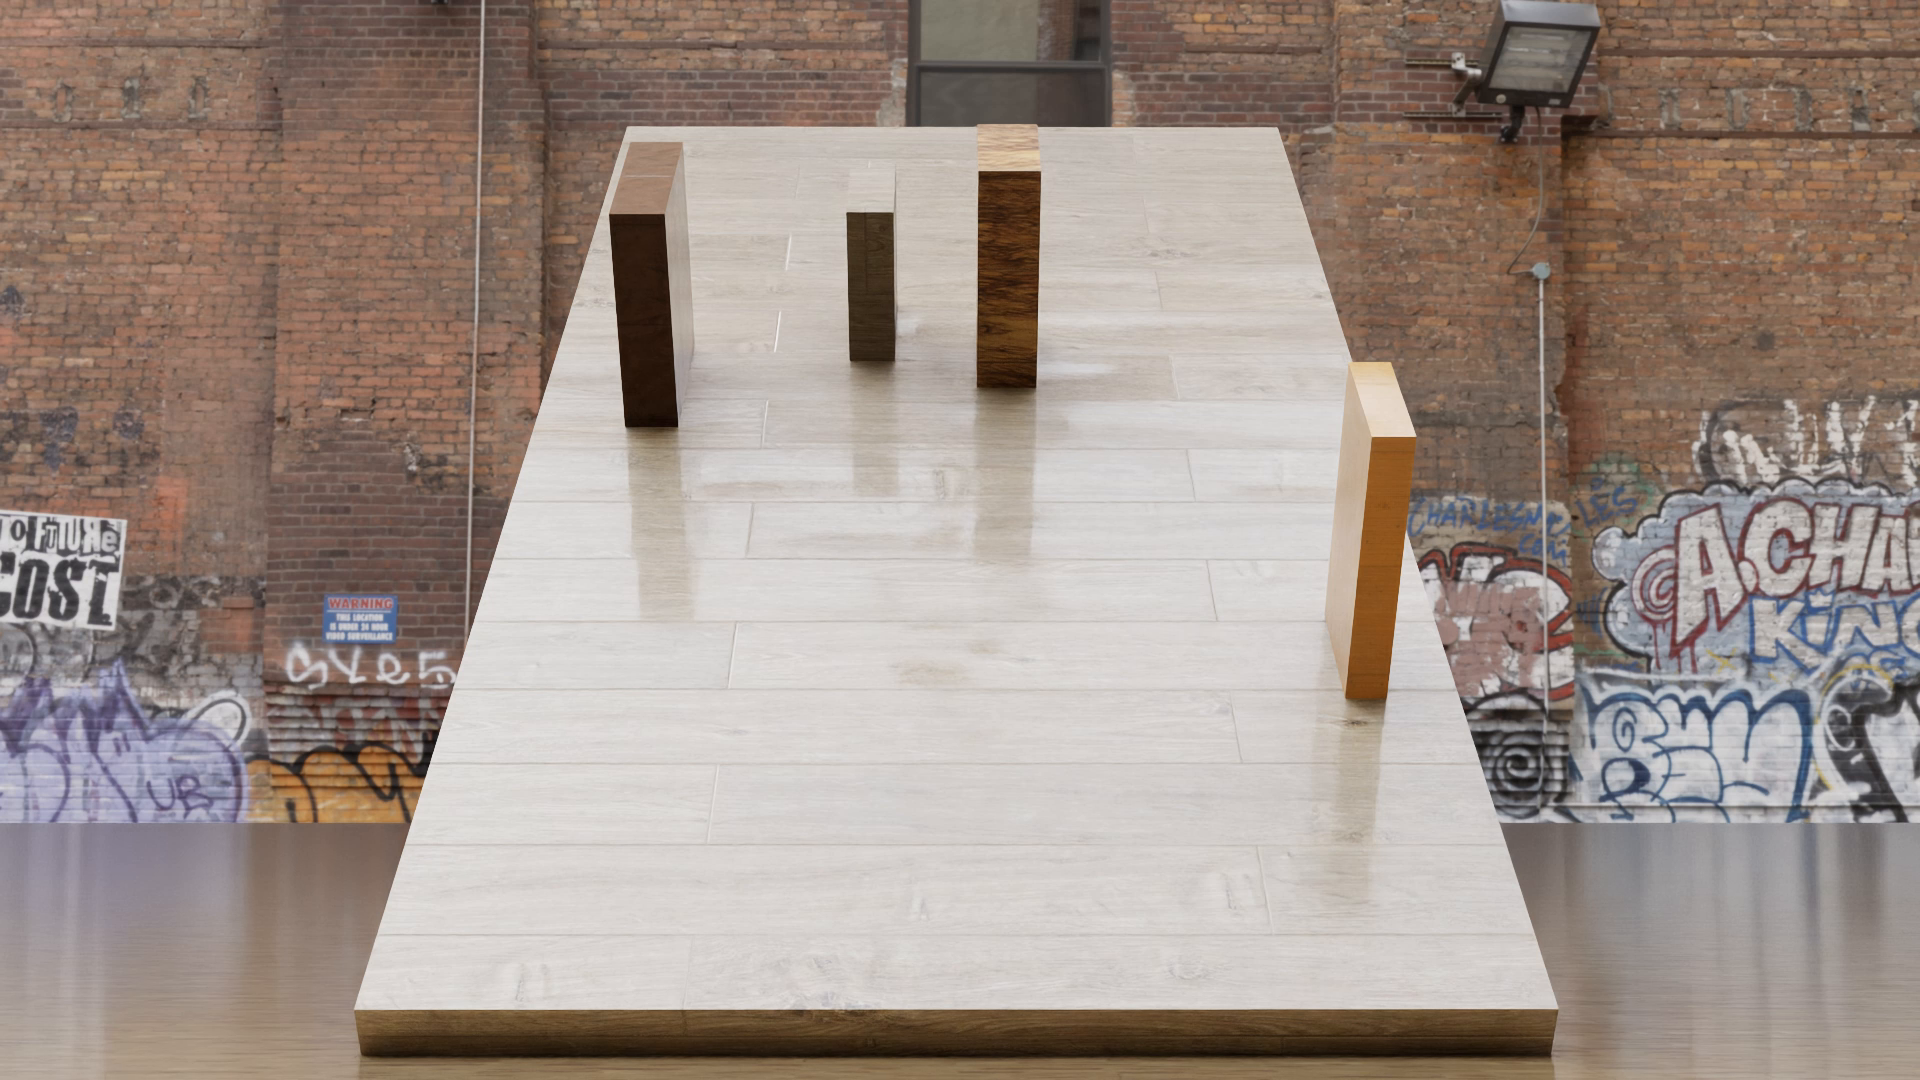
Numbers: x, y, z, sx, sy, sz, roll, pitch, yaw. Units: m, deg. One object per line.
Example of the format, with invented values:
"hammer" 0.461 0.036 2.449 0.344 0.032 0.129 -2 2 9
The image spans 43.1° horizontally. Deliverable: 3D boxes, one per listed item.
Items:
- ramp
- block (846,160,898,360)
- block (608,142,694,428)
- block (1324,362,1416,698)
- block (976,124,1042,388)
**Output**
"ramp" -0.014 -0.203 5.774 2.000 0.100 4.000 0 31 0
"block" -0.220 -0.706 6.127 0.114 0.401 0.329 0 31 0
"block" -0.735 -0.617 5.832 0.127 0.547 0.440 0 31 0
"block" 0.805 -0.018 4.796 0.083 0.590 0.308 0 31 0
"block" 0.115 -0.695 5.948 0.147 0.568 0.300 0 31 0
